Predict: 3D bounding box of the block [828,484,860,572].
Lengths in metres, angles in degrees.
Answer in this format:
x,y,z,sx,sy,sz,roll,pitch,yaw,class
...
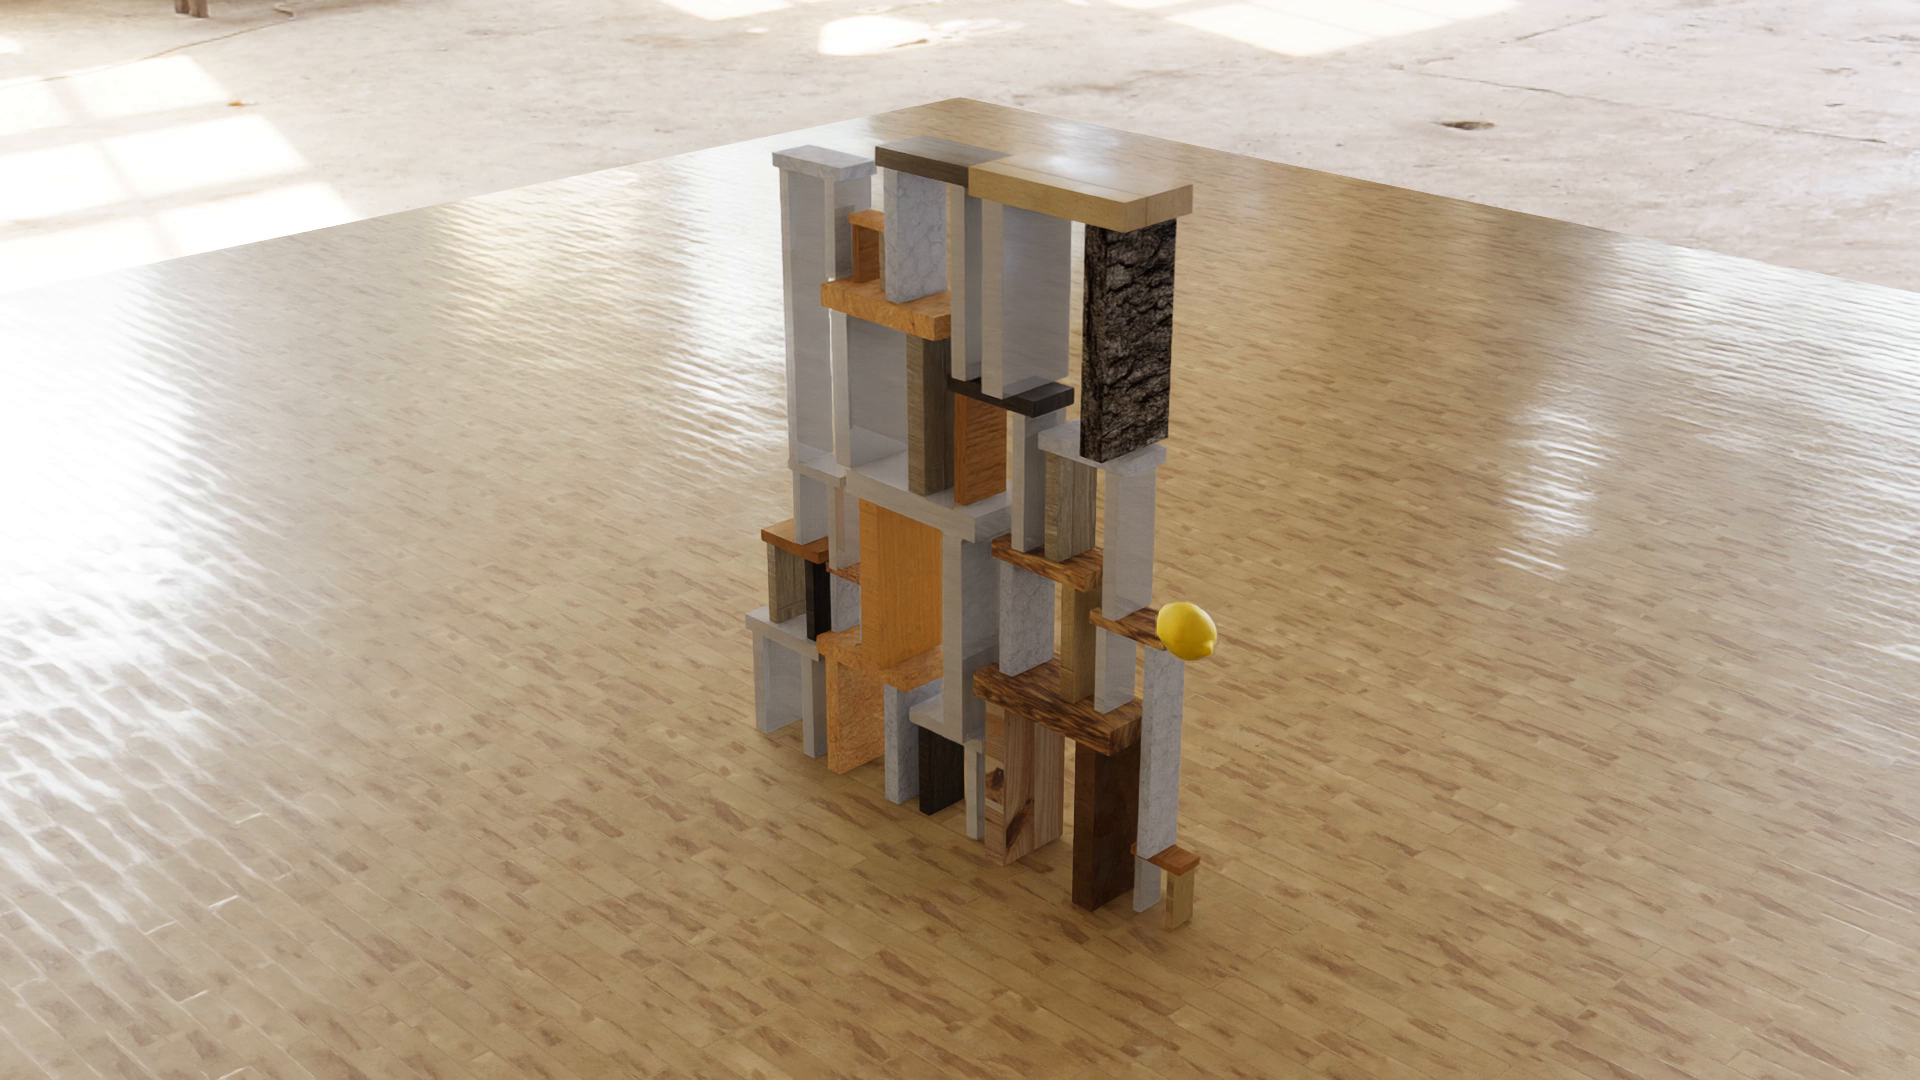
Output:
x,y,z,sx,sy,sz,roll,pitch,yaw,class
-0.230,-0.035,4.456,0.023,0.184,0.080,21,31,40,block

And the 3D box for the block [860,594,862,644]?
x,y,z,sx,sy,sz,roll,pitch,yaw,class
-0.174,0.144,4.482,0.018,0.131,0.065,21,31,40,block

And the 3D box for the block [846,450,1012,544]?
x,y,z,sx,sy,sz,roll,pitch,yaw,class
-0.034,-0.091,4.225,0.178,0.050,0.356,-21,31,-40,block

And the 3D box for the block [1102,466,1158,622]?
x,y,z,sx,sy,sz,roll,pitch,yaw,class
0.301,-0.002,3.903,0.030,0.280,0.105,21,31,40,block

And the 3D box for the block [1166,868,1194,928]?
x,y,z,sx,sy,sz,roll,pitch,yaw,class
0.407,0.655,4.066,0.059,0.118,0.017,-21,31,-41,block

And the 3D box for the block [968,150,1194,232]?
x,y,z,sx,sy,sz,roll,pitch,yaw,class
0.203,-0.598,3.753,0.355,0.050,0.177,21,31,40,block

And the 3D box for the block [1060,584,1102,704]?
x,y,z,sx,sy,sz,roll,pitch,yaw,class
0.237,0.174,4.048,0.033,0.232,0.116,21,31,41,block

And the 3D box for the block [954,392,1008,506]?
x,y,z,sx,sy,sz,roll,pitch,yaw,class
0.039,-0.182,4.099,0.108,0.216,0.031,-21,32,-40,block

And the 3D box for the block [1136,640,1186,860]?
x,y,z,sx,sy,sz,roll,pitch,yaw,class
0.364,0.374,3.985,0.024,0.429,0.085,22,31,40,block

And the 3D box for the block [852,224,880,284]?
x,y,z,sx,sy,sz,roll,pitch,yaw,class
-0.177,-0.551,4.188,0.057,0.113,0.016,-21,30,-40,block

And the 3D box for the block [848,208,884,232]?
x,y,z,sx,sy,sz,roll,pitch,yaw,class
-0.151,-0.600,4.138,0.057,0.016,0.113,-21,30,-39,block

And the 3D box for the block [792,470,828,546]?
x,y,z,sx,sy,sz,roll,pitch,yaw,class
-0.305,-0.076,4.521,0.023,0.159,0.080,21,31,41,block

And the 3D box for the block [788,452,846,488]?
x,y,z,sx,sy,sz,roll,pitch,yaw,class
-0.267,-0.145,4.451,0.159,0.023,0.080,21,31,41,block

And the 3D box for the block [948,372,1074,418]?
x,y,z,sx,sy,sz,roll,pitch,yaw,class
0.091,-0.275,4.003,0.216,0.031,0.108,21,31,40,block

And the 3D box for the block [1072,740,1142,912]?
x,y,z,sx,sy,sz,roll,pitch,yaw,class
0.289,0.508,4.123,0.049,0.344,0.172,21,31,41,block

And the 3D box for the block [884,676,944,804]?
x,y,z,sx,sy,sz,roll,pitch,yaw,class
-0.093,0.395,4.492,0.037,0.264,0.132,21,31,40,block

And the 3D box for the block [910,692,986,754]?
x,y,z,sx,sy,sz,roll,pitch,yaw,class
0.007,0.361,4.356,0.202,0.029,0.101,21,31,40,block

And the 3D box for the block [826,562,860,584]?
x,y,z,sx,sy,sz,roll,pitch,yaw,class
-0.205,0.064,4.482,0.130,0.018,0.065,21,31,40,block

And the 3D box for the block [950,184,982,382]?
x,y,z,sx,sy,sz,roll,pitch,yaw,class
0.040,-0.476,3.974,0.035,0.360,0.125,20,31,40,block

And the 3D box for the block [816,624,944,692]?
x,y,z,sx,sy,sz,roll,pitch,yaw,class
-0.155,0.232,4.491,0.264,0.037,0.132,21,31,40,block

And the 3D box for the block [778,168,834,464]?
x,y,z,sx,sy,sz,roll,pitch,yaw,class
-0.304,-0.449,4.368,0.027,0.601,0.096,21,31,41,block

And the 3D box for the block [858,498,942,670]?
x,y,z,sx,sy,sz,roll,pitch,yaw,class
-0.115,0.065,4.381,0.050,0.356,0.178,21,31,41,block

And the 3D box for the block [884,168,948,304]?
x,y,z,sx,sy,sz,roll,pitch,yaw,class
-0.081,-0.573,4.065,0.125,0.250,0.035,-21,31,-40,block

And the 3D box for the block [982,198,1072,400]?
x,y,z,sx,sy,sz,roll,pitch,yaw,class
0.119,-0.444,3.909,0.050,0.355,0.177,21,31,40,block

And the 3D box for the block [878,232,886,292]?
x,y,z,sx,sy,sz,roll,pitch,yaw,class
-0.125,-0.530,4.137,0.057,0.113,0.016,-21,30,-40,block

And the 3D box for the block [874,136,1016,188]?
x,y,z,sx,sy,sz,roll,pitch,yaw,class
-0.022,-0.681,3.953,0.125,0.035,0.250,-22,31,-40,block

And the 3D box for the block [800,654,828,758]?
x,y,z,sx,sy,sz,roll,pitch,yaw,class
-0.279,0.335,4.670,0.033,0.236,0.118,21,31,41,block

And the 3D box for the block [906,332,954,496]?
x,y,z,sx,sy,sz,roll,pitch,yaw,class
-0.027,-0.252,4.142,0.156,0.312,0.044,-21,31,-40,block

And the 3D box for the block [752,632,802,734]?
x,y,z,sx,sy,sz,roll,pitch,yaw,class
-0.390,0.291,4.772,0.033,0.236,0.118,21,31,41,block

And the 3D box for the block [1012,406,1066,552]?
x,y,z,sx,sy,sz,roll,pitch,yaw,class
0.144,-0.118,4.015,0.108,0.266,0.031,-21,31,-40,block

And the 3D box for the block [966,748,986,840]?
x,y,z,sx,sy,sz,roll,pitch,yaw,class
0.058,0.484,4.362,0.029,0.202,0.101,21,31,40,block

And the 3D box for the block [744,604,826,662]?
x,y,z,sx,sy,sz,roll,pitch,yaw,class
-0.335,0.189,4.669,0.236,0.033,0.118,21,31,41,block

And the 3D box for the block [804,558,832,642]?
x,y,z,sx,sy,sz,roll,pitch,yaw,class
-0.279,0.112,4.577,0.025,0.180,0.090,21,31,41,block

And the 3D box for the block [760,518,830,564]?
x,y,z,sx,sy,sz,roll,pitch,yaw,class
-0.321,0.001,4.575,0.180,0.025,0.090,21,31,41,block

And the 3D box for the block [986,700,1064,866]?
x,y,z,sx,sy,sz,roll,pitch,yaw,class
0.127,0.445,4.272,0.049,0.344,0.172,21,31,41,block

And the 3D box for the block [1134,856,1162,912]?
x,y,z,sx,sy,sz,roll,pitch,yaw,class
0.351,0.633,4.117,0.017,0.118,0.059,21,31,41,block

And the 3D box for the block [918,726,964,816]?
x,y,z,sx,sy,sz,roll,pitch,yaw,class
-0.037,0.447,4.449,0.101,0.202,0.029,-22,31,-40,block

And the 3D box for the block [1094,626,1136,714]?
x,y,z,sx,sy,sz,roll,pitch,yaw,class
0.284,0.224,4.010,0.024,0.171,0.086,21,31,40,block

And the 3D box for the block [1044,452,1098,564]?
x,y,z,sx,sy,sz,roll,pitch,yaw,class
0.201,-0.073,3.980,0.030,0.210,0.105,21,31,40,block

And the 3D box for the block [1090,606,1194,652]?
x,y,z,sx,sy,sz,roll,pitch,yaw,class
0.325,0.149,3.935,0.171,0.024,0.086,21,30,40,block

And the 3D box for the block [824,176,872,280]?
x,y,z,sx,sy,sz,roll,pitch,yaw,class
-0.213,-0.604,4.211,0.027,0.193,0.096,22,31,40,block

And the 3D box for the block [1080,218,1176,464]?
x,y,z,sx,sy,sz,roll,pitch,yaw,class
0.288,-0.353,3.768,0.050,0.412,0.177,21,31,41,block

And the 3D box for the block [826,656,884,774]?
x,y,z,sx,sy,sz,roll,pitch,yaw,class
-0.217,0.346,4.607,0.037,0.264,0.132,21,31,41,block

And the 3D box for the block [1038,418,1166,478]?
x,y,z,sx,sy,sz,roll,pitch,yaw,class
0.250,-0.164,3.888,0.210,0.030,0.105,21,31,40,block

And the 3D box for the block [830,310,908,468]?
x,y,z,sx,sy,sz,roll,pitch,yaw,class
-0.173,-0.310,4.280,0.156,0.312,0.044,-21,30,-40,block

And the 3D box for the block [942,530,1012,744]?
x,y,z,sx,sy,sz,roll,pitch,yaw,class
0.048,0.165,4.235,0.050,0.427,0.178,21,31,40,block

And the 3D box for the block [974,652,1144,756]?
x,y,z,sx,sy,sz,roll,pitch,yaw,class
0.208,0.296,4.121,0.344,0.049,0.172,21,31,41,block

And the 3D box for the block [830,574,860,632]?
x,y,z,sx,sy,sz,roll,pitch,yaw,class
-0.236,0.121,4.539,0.018,0.131,0.065,21,31,40,block

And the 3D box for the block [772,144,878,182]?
x,y,z,sx,sy,sz,roll,pitch,yaw,class
-0.259,-0.721,4.206,0.193,0.027,0.096,20,30,40,block

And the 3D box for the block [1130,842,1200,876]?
x,y,z,sx,sy,sz,roll,pitch,yaw,class
0.379,0.582,4.066,0.118,0.017,0.059,21,31,41,block

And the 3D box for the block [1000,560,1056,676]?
x,y,z,sx,sy,sz,roll,pitch,yaw,class
0.127,0.131,4.149,0.116,0.232,0.033,-21,31,-41,block

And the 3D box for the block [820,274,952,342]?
x,y,z,sx,sy,sz,roll,pitch,yaw,class
-0.101,-0.446,4.143,0.156,0.044,0.312,-21,31,-40,block

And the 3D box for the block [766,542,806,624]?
x,y,z,sx,sy,sz,roll,pitch,yaw,class
-0.363,0.079,4.655,0.025,0.180,0.090,21,31,41,block

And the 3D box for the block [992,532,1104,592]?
x,y,z,sx,sy,sz,roll,pitch,yaw,class
0.182,0.031,4.047,0.232,0.033,0.116,21,31,41,block
